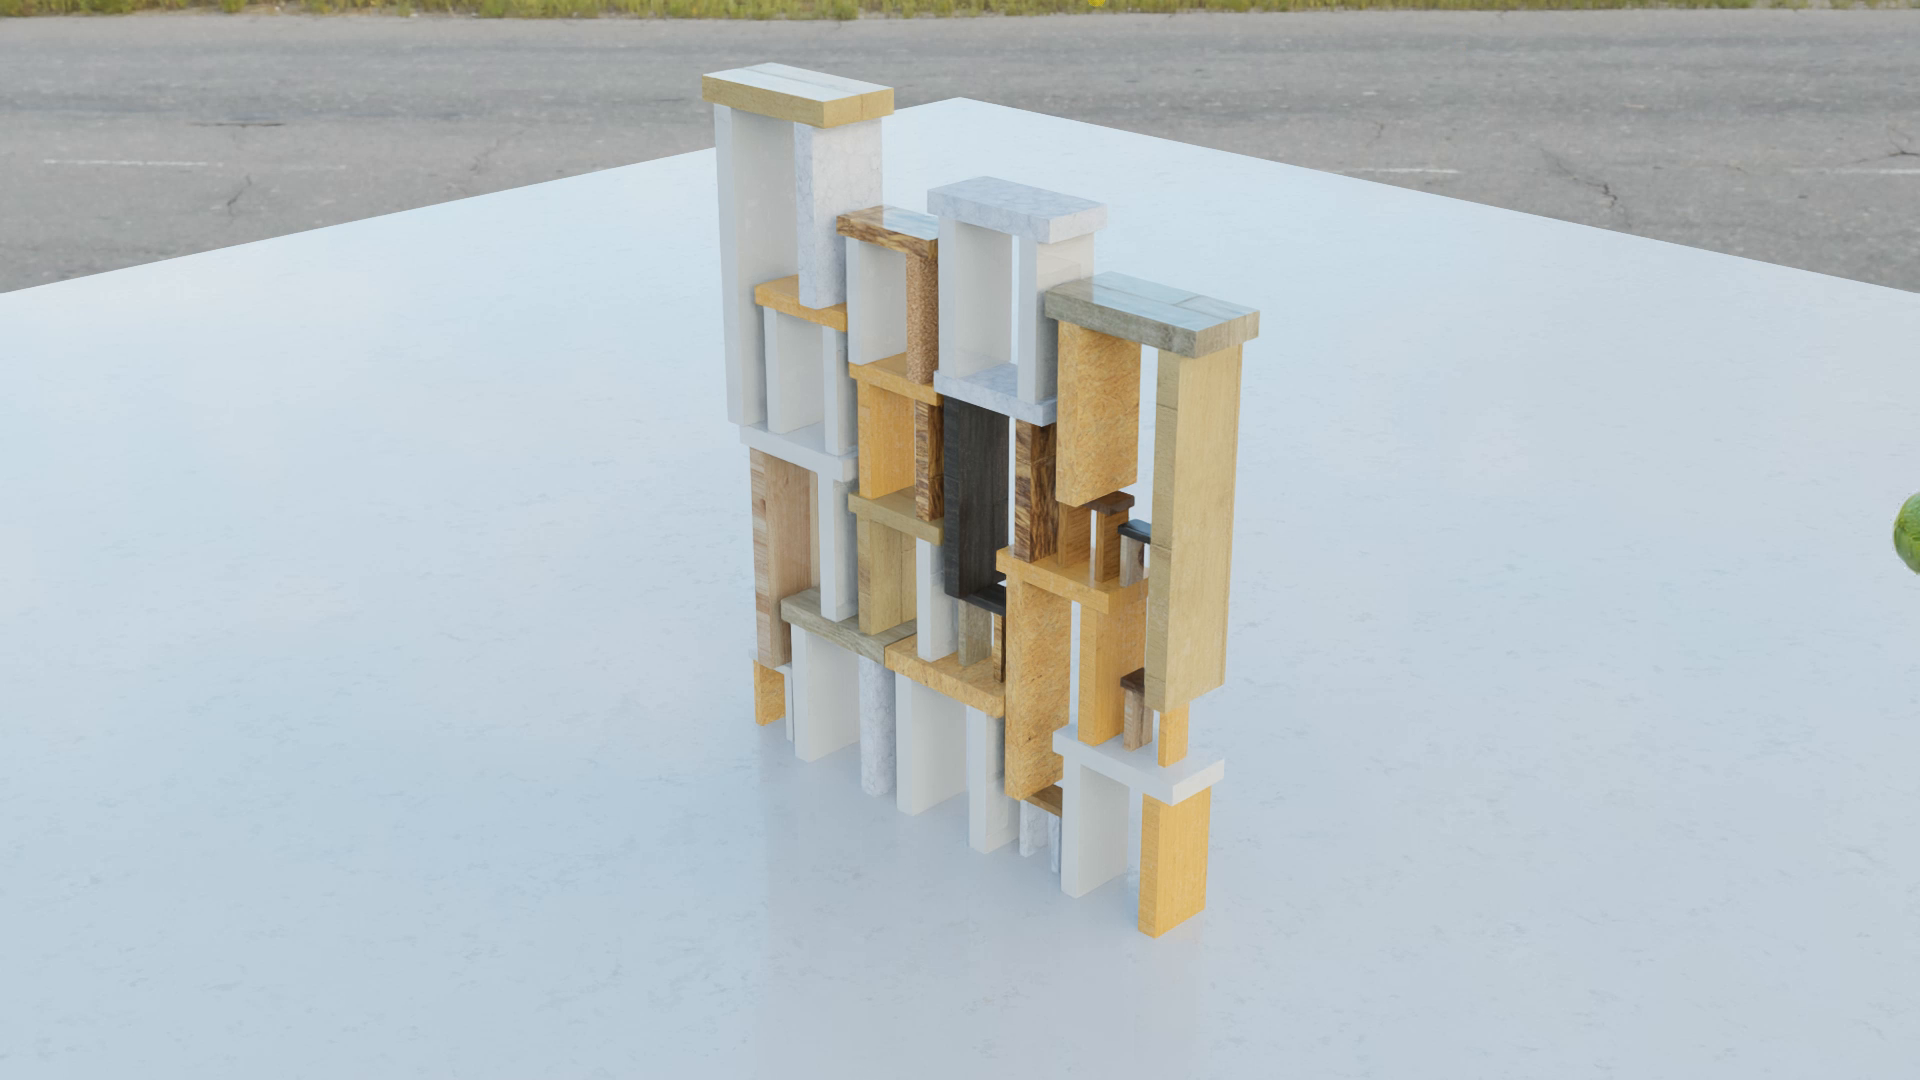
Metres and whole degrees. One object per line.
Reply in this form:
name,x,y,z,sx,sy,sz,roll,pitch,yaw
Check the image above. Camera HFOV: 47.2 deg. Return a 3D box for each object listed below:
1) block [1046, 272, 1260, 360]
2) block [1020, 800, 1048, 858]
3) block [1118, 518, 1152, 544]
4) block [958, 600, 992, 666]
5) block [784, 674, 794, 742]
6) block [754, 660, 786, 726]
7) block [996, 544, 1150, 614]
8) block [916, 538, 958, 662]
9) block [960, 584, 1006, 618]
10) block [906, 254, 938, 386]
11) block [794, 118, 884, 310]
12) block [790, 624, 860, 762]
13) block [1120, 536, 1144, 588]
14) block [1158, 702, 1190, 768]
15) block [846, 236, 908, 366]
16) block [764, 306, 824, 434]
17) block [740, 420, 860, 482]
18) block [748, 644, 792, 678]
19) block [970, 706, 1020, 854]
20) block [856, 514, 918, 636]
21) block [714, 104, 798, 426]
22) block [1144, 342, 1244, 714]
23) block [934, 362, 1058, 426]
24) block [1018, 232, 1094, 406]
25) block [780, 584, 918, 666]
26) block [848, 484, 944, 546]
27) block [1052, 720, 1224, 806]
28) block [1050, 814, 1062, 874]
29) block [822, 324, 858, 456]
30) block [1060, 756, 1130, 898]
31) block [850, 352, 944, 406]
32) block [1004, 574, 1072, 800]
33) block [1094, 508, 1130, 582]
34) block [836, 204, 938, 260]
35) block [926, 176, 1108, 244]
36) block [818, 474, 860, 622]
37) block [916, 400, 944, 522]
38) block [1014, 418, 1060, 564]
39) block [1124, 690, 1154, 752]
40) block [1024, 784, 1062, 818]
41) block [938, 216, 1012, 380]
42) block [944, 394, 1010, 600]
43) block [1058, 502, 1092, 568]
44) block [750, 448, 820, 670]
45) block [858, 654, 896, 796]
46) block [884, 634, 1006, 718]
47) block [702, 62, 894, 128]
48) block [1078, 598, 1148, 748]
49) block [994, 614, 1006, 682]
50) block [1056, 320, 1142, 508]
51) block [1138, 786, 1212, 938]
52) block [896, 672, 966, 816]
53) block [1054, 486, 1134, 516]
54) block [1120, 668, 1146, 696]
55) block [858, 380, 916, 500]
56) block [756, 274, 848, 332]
block,0.322,-0.383,3.710,0.331,0.047,0.166,21,31,41
block,0.145,0.552,4.299,0.018,0.126,0.063,21,31,41
block,0.330,-0.012,3.865,0.049,0.014,0.098,-21,31,-40
block,0.029,0.169,4.272,0.020,0.142,0.071,21,31,40
block,-0.340,0.350,4.737,0.022,0.155,0.077,21,31,41
block,-0.413,0.322,4.805,0.022,0.155,0.077,21,31,41
block,0.214,0.057,4.023,0.276,0.039,0.138,21,31,41
block,-0.025,0.100,4.292,0.036,0.255,0.127,21,31,41
block,0.061,0.108,4.208,0.142,0.020,0.071,21,31,40
block,-0.042,-0.422,4.088,0.123,0.247,0.035,-21,31,-40
block,-0.229,-0.634,4.209,0.177,0.354,0.050,-21,31,-40
block,-0.280,0.300,4.654,0.044,0.311,0.156,21,31,41
block,0.306,0.030,3.909,0.049,0.098,0.014,-21,32,-41
block,0.384,0.342,3.951,0.017,0.123,0.062,21,31,41
block,-0.158,-0.468,4.196,0.123,0.247,0.035,-21,31,-40
block,-0.329,-0.356,4.436,0.131,0.262,0.037,-21,31,-41
block,-0.286,-0.198,4.457,0.314,0.044,0.157,21,31,41
block,-0.376,0.255,4.736,0.077,0.022,0.155,-21,31,-41
block,0.089,0.446,4.313,0.044,0.310,0.155,21,31,41
block,-0.145,0.053,4.402,0.036,0.254,0.127,21,31,41
block,-0.396,-0.562,4.421,0.177,0.653,0.050,-21,31,-41
block,0.400,-0.028,3.777,0.166,0.658,0.047,-21,31,-40
block,0.096,-0.274,4.006,0.272,0.039,0.136,21,31,40
block,0.169,-0.401,3.875,0.042,0.297,0.149,21,31,40
block,-0.206,0.165,4.517,0.311,0.044,0.156,21,31,41
block,-0.085,-0.058,4.290,0.254,0.036,0.127,21,31,41
block,0.326,0.394,4.037,0.290,0.041,0.145,21,31,41
block,0.205,0.575,4.244,0.063,0.126,0.018,-21,31,-41
block,-0.206,-0.307,4.322,0.037,0.262,0.131,21,31,41
block,0.258,0.520,4.165,0.041,0.290,0.145,21,31,41
block,-0.086,-0.314,4.191,0.120,0.034,0.239,-21,31,-40
block,0.149,0.263,4.181,0.039,0.463,0.138,21,31,41
block,0.271,0.004,3.926,0.019,0.133,0.067,21,31,40
block,-0.100,-0.575,4.087,0.123,0.035,0.247,-21,31,-40
block,0.099,-0.584,3.873,0.297,0.042,0.148,21,31,40
block,-0.211,-0.004,4.459,0.044,0.314,0.157,21,31,41
block,-0.030,-0.166,4.193,0.120,0.239,0.034,-21,31,-41
block,0.161,-0.106,4.008,0.039,0.272,0.136,21,31,41
block,0.326,0.319,4.004,0.062,0.123,0.017,-21,31,-41
block,0.175,0.497,4.244,0.126,0.018,0.063,21,31,41
block,0.028,-0.456,4.005,0.042,0.297,0.148,21,31,40
block,0.032,-0.096,4.150,0.039,0.401,0.136,21,31,40
block,0.208,-0.021,3.984,0.019,0.133,0.067,21,31,41
block,-0.360,0.020,4.630,0.044,0.493,0.157,21,31,41
block,-0.133,0.358,4.519,0.044,0.311,0.156,21,31,41
block,0.016,0.254,4.311,0.310,0.044,0.155,21,31,41
block,-0.313,-0.852,4.206,0.177,0.050,0.354,-21,31,-40
block,0.279,0.227,4.024,0.138,0.276,0.039,-21,31,-41
block,0.096,0.195,4.210,0.020,0.142,0.071,21,31,41
block,0.244,-0.239,3.857,0.047,0.331,0.166,21,31,40
block,0.394,0.573,4.039,0.041,0.290,0.145,21,31,41
block,-0.057,0.389,4.448,0.044,0.310,0.155,21,31,41
block,0.240,-0.078,3.926,0.133,0.019,0.067,21,31,40
block,0.355,0.265,3.950,0.062,0.017,0.123,-21,31,-41
block,-0.143,-0.210,4.296,0.034,0.239,0.120,21,31,41
block,-0.267,-0.469,4.320,0.131,0.037,0.262,-21,31,-40
